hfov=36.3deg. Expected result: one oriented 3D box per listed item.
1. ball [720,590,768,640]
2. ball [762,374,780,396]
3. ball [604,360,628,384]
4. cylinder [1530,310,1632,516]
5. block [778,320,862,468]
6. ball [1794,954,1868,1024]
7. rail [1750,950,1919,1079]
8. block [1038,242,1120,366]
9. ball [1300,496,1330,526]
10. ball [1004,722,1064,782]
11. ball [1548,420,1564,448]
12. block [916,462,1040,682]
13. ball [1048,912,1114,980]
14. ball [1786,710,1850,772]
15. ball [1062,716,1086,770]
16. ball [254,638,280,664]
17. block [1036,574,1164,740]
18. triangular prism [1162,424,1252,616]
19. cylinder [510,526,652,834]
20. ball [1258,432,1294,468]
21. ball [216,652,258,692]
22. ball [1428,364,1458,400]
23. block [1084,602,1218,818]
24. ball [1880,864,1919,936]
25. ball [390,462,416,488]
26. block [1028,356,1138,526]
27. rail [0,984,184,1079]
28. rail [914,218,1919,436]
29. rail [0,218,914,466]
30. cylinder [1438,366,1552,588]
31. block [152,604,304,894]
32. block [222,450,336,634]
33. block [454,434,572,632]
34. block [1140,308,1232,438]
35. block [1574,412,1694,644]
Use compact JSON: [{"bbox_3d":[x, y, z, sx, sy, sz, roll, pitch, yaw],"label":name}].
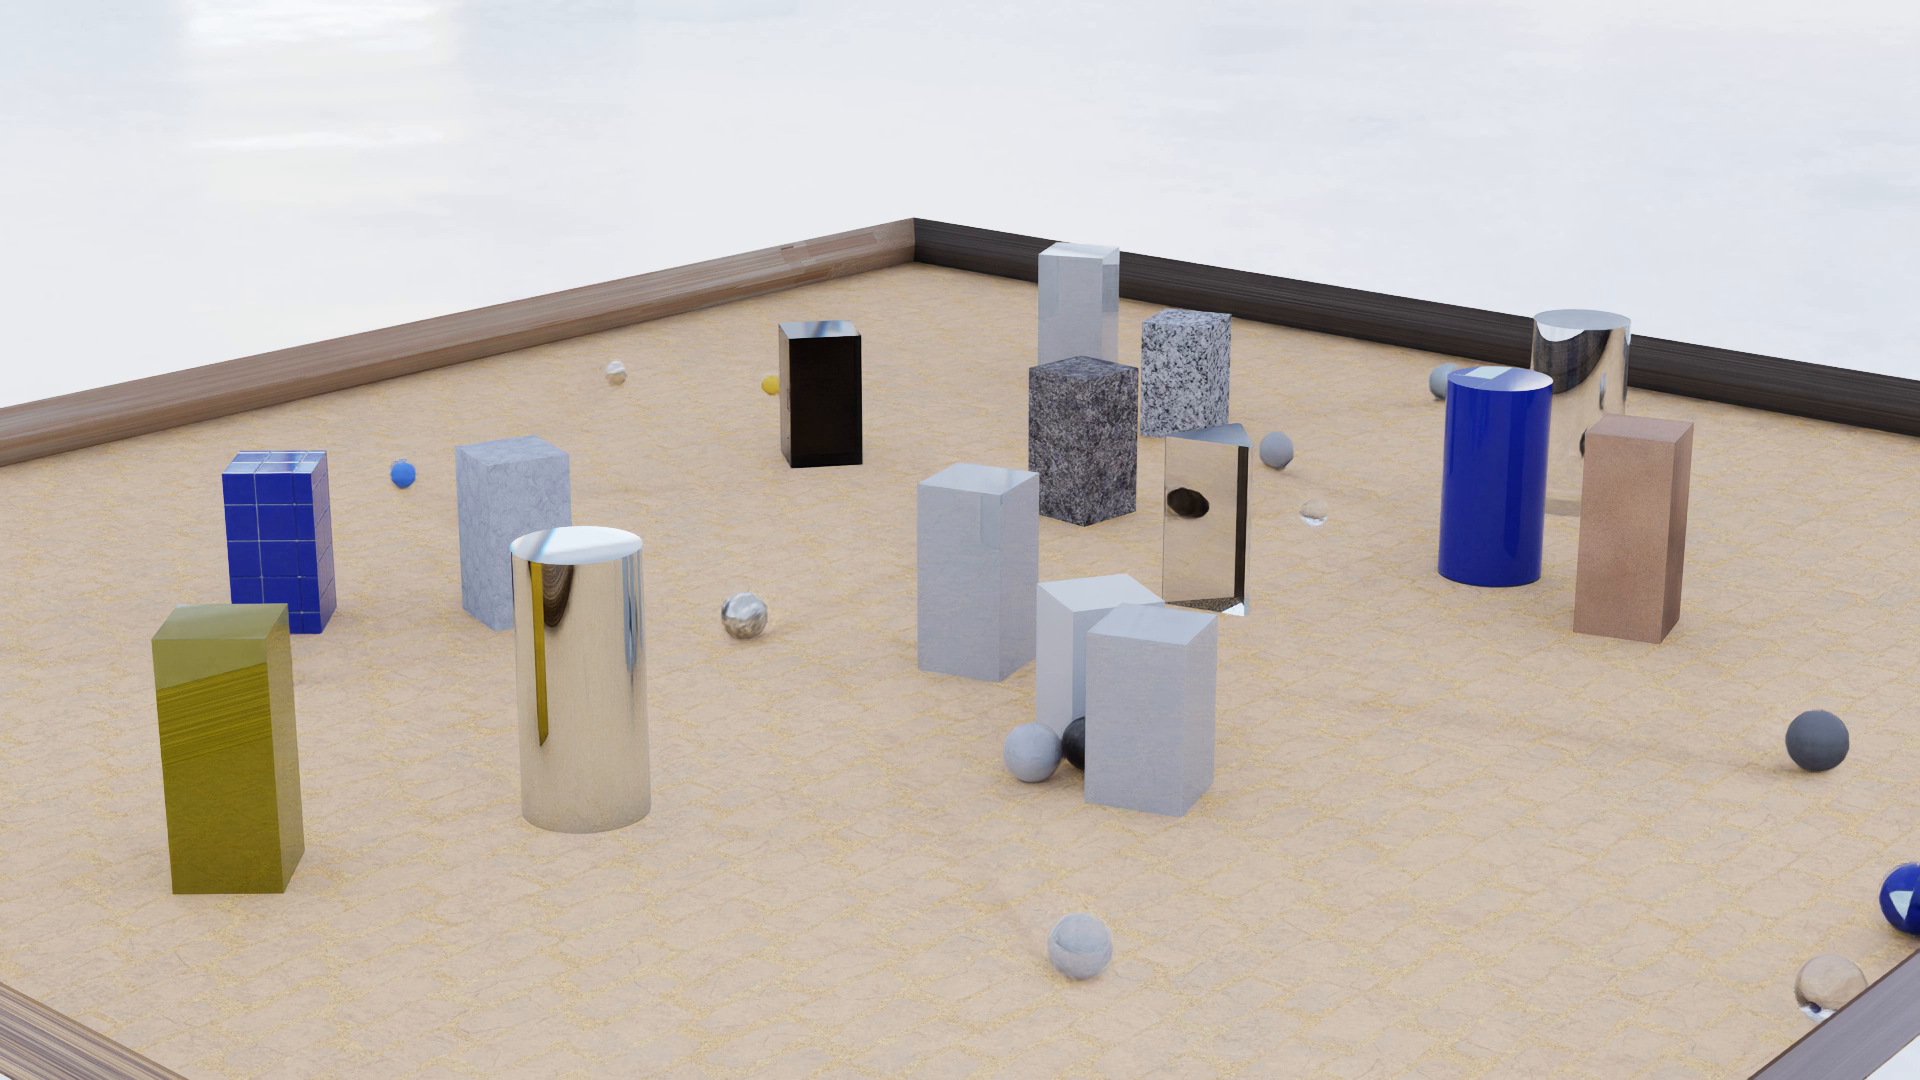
[{"bbox_3d":[-0.359,0.125,4.876,0.081,0.081,0.081,0,17,0],"label":"ball"},{"bbox_3d":[-0.416,-0.343,6.480,0.046,0.046,0.046,0,17,0],"label":"ball"},{"bbox_3d":[-0.772,-0.375,6.577,0.052,0.052,0.052,0,17,0],"label":"ball"},{"bbox_3d":[1.179,-0.244,5.607,0.183,0.363,0.183,0,17,0],"label":"cylinder"},{"bbox_3d":[-0.283,-0.297,5.947,0.146,0.268,0.146,-3,17,-11],"label":"block"},{"bbox_3d":[1.041,0.538,3.504,0.085,0.085,0.085,0,17,0],"label":"ball"},{"bbox_3d":[1.488,0.404,3.885,0.045,0.119,4.214,14,22,39],"label":"rail"},{"bbox_3d":[0.265,-0.499,6.553,0.146,0.302,0.146,5,18,17],"label":"block"},{"bbox_3d":[0.667,-0.054,5.511,0.054,0.054,0.054,0,17,0],"label":"ball"},{"bbox_3d":[0.107,0.308,4.260,0.087,0.087,0.087,0,17,0],"label":"ball"},{"bbox_3d":[1.217,-0.217,6.046,0.058,0.058,0.058,0,17,0],"label":"ball"},{"bbox_3d":[0.030,0.050,4.724,0.146,0.311,0.146,8,19,25],"label":"block"},{"bbox_3d":[0.149,0.502,3.628,0.082,0.082,0.082,0,17,0],"label":"ball"},{"bbox_3d":[1.258,0.294,4.298,0.091,0.091,0.091,0,17,0],"label":"ball"},{"bbox_3d":[0.189,0.299,4.303,0.081,0.081,0.081,0,17,0],"label":"ball"},{"bbox_3d":[-1.126,0.179,4.762,0.043,0.043,0.043,0,17,0],"label":"ball"},{"bbox_3d":[0.209,0.188,4.408,0.146,0.231,0.146,-6,18,-19],"label":"block"},{"bbox_3d":[0.451,-0.042,5.051,0.158,0.298,0.137,9,19,26],"label":"triangular prism"},{"bbox_3d":[-0.530,0.195,4.109,0.183,0.392,0.183,0,17,0],"label":"cylinder"},{"bbox_3d":[0.637,-0.179,5.898,0.072,0.072,0.072,0,17,0],"label":"ball"},{"bbox_3d":[-1.140,0.209,4.626,0.063,0.063,0.063,0,17,0],"label":"ball"},{"bbox_3d":[1.068,-0.346,6.434,0.079,0.079,0.079,0,17,0],"label":"ball"},{"bbox_3d":[0.273,0.241,4.189,0.146,0.257,0.146,7,18,22],"label":"block"},{"bbox_3d":[1.224,0.460,3.752,0.090,0.090,0.090,0,17,0],"label":"ball"},{"bbox_3d":[-1.094,-0.128,5.763,0.051,0.051,0.051,0,17,0],"label":"ball"},{"bbox_3d":[0.233,-0.190,5.567,0.146,0.282,0.146,16,23,43],"label":"block"},{"bbox_3d":[-1.366,0.486,3.616,3.990,0.119,0.045,14,22,39],"label":"rail"},{"bbox_3d":[1.366,-0.426,6.627,3.990,0.119,0.045,14,22,39],"label":"rail"},{"bbox_3d":[-1.488,-0.345,6.358,0.045,0.119,4.214,14,22,39],"label":"rail"},{"bbox_3d":[0.945,-0.113,5.186,0.183,0.356,0.183,0,17,0],"label":"cylinder"},{"bbox_3d":[-0.970,0.277,3.899,0.146,0.356,0.146,0,17,-1],"label":"block"},{"bbox_3d":[-1.144,0.003,4.936,0.146,0.279,0.146,0,17,-2],"label":"block"},{"bbox_3d":[-0.754,-0.013,4.971,0.146,0.289,0.146,-10,19,-29],"label":"block"},{"bbox_3d":[0.474,-0.346,6.152,0.146,0.243,0.146,7,18,22],"label":"block"},{"bbox_3d":[1.125,-0.021,4.900,0.146,0.345,0.146,8,19,24],"label":"block"}]
